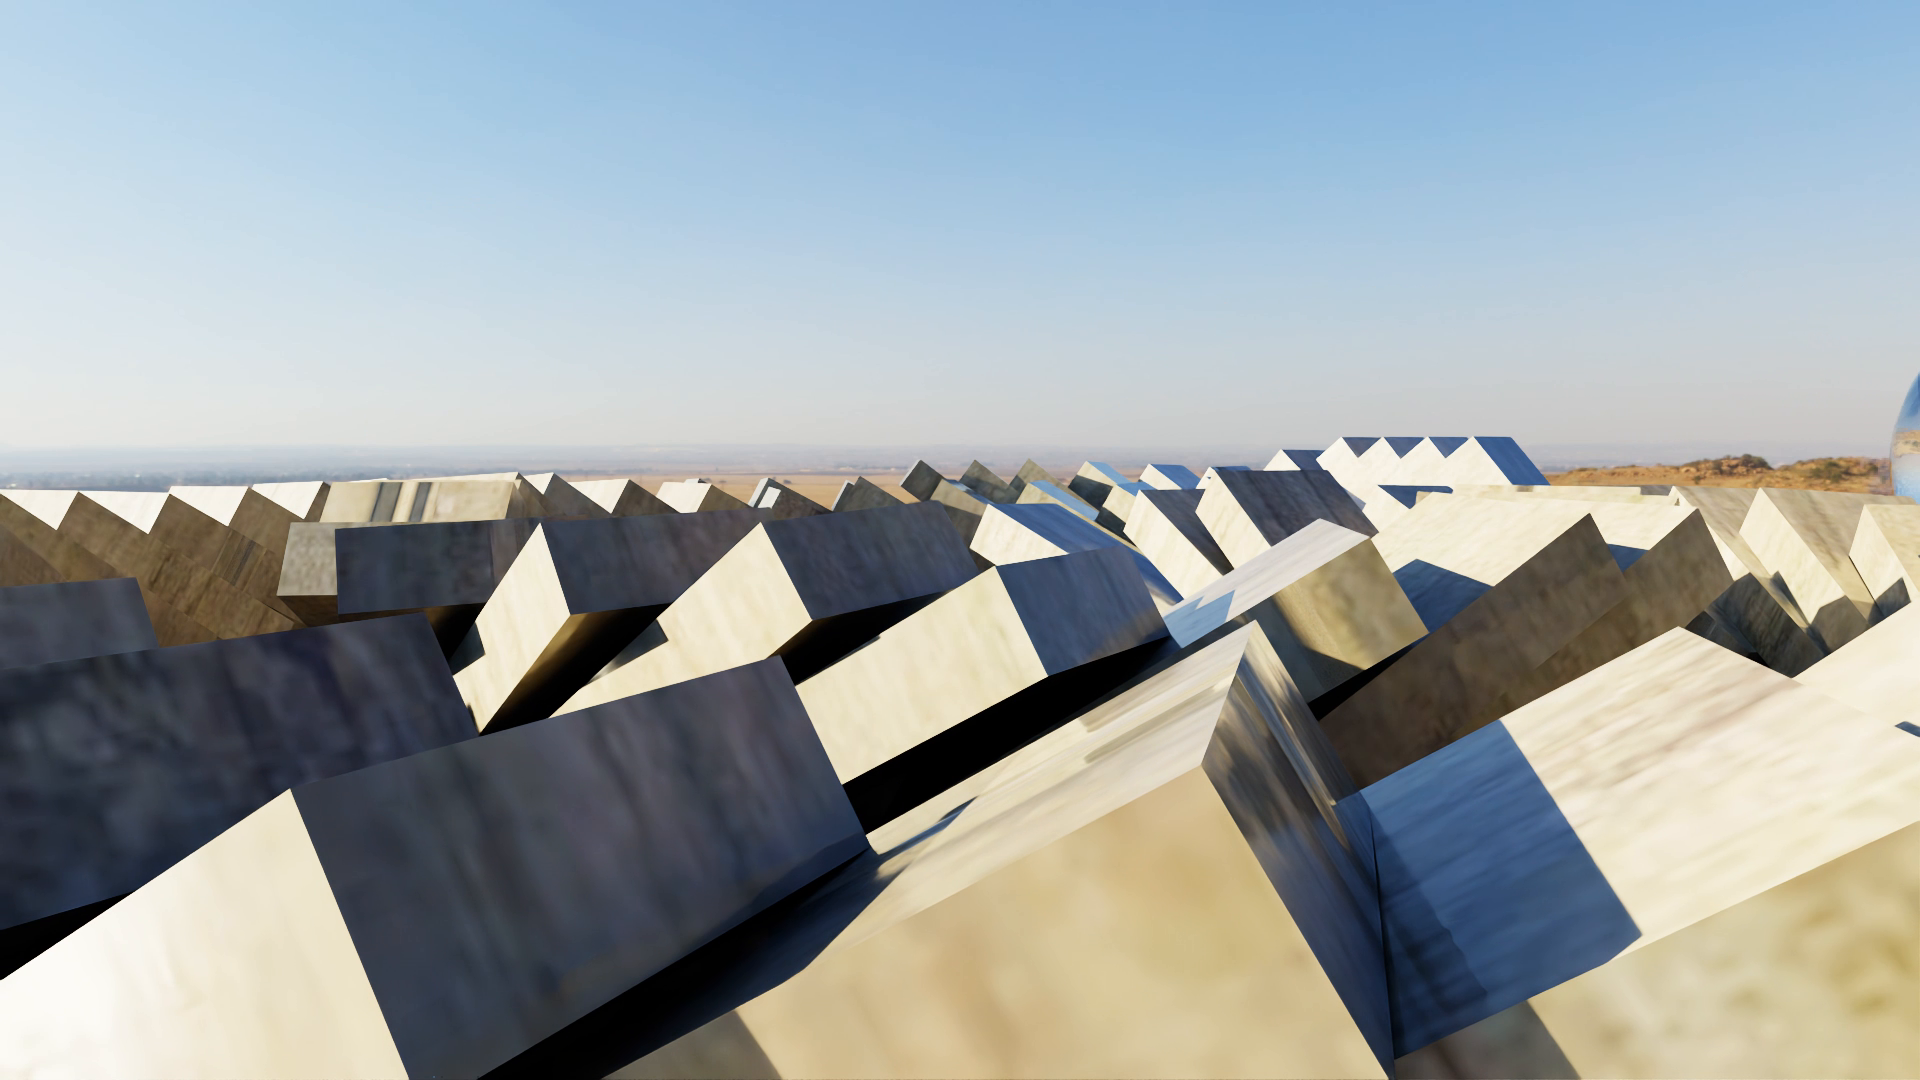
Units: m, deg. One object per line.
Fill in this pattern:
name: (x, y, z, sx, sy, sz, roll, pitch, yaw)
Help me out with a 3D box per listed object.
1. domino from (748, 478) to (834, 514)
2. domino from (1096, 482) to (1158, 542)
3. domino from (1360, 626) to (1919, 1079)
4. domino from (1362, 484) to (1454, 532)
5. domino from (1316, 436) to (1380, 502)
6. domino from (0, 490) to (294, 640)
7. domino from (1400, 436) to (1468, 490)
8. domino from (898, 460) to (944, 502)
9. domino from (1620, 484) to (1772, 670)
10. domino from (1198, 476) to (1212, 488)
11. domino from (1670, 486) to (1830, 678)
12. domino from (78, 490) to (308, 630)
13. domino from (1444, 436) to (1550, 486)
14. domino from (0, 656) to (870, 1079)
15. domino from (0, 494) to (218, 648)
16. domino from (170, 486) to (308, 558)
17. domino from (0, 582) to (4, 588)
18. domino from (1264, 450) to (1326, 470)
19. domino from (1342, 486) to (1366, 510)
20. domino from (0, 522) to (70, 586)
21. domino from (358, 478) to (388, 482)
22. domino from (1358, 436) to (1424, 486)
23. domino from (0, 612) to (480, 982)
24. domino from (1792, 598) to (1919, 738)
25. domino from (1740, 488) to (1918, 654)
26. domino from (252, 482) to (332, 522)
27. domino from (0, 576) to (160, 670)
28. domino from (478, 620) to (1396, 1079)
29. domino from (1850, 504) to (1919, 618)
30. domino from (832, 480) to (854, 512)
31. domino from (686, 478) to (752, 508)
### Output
domino: (-0.036, -0.002, 0.369, 0.050, 0.010, 0.025, 28, -5, -13)
domino: (0.059, 0.003, 0.305, 0.050, 0.009, 0.025, 33, 16, 18)
domino: (0.010, 0.022, 0.049, 0.050, 0.010, 0.025, -32, -3, 14)
domino: (0.112, 0.005, 0.274, 0.025, 0.009, 0.050, -1, 34, -33)
domino: (0.121, -0.006, 0.350, 0.025, 0.050, 0.009, -4, -34, -46)
domino: (-0.148, 0.008, 0.229, 0.025, 0.009, 0.050, 1, -28, 18)
domino: (0.138, -0.004, 0.332, 0.025, 0.050, 0.009, -4, -34, -46)
domino: (0.005, -0.005, 0.378, 0.050, 0.010, 0.025, 37, 0, -5)
domino: (0.136, 0.008, 0.238, 0.025, 0.009, 0.050, -1, 36, -15)
domino: (0.080, 0.003, 0.300, 0.050, 0.009, 0.025, 41, 25, 31)
domino: (0.145, 0.009, 0.220, 0.025, 0.010, 0.050, 2, 35, -4)
domino: (-0.143, 0.007, 0.250, 0.025, 0.010, 0.050, 2, -26, 24)
domino: (0.145, -0.004, 0.322, 0.025, 0.050, 0.009, -4, -34, -46)
domino: (-0.031, 0.022, 0.056, 0.050, 0.009, 0.025, -30, -9, 24)
domino: (-0.150, 0.009, 0.209, 0.025, 0.009, 0.050, 0, -29, 10)
domino: (-0.137, 0.005, 0.267, 0.025, 0.009, 0.050, 1, -27, 29)
domino: (-0.142, 0.011, 0.170, 0.025, 0.009, 0.050, -4, -30, -10)
domino: (0.110, -0.005, 0.361, 0.025, 0.010, 0.050, -3, 48, -46)
domino: (0.095, 0.003, 0.289, 0.025, 0.010, 0.050, 2, 33, -46)
domino: (-0.146, 0.010, 0.189, 0.025, 0.009, 0.050, -2, -30, -4)
domino: (-0.121, 0.002, 0.301, 0.025, 0.009, 0.050, -1, -28, 40)
domino: (0.129, -0.005, 0.341, 0.025, 0.050, 0.009, -5, -34, -46)
domino: (-0.049, 0.021, 0.063, 0.050, 0.009, 0.025, -33, -12, 26)
domino: (0.032, 0.021, 0.053, 0.050, 0.009, 0.025, -33, 6, 1)
domino: (0.147, 0.010, 0.201, 0.025, 0.009, 0.050, 4, 35, 3)
domino: (-0.129, 0.004, 0.284, 0.025, 0.009, 0.050, 0, -27, 32)
domino: (-0.067, 0.020, 0.071, 0.050, 0.010, 0.025, -37, -17, 31)
domino: (-0.008, 0.021, 0.052, 0.050, 0.009, 0.025, -32, -4, 16)
domino: (0.146, 0.013, 0.177, 0.025, 0.009, 0.050, 1, 34, 15)
domino: (-0.013, -0.002, 0.376, 0.050, 0.009, 0.025, 28, 1, -7)
domino: (-0.055, -0.001, 0.361, 0.050, 0.009, 0.025, 29, -8, -18)
